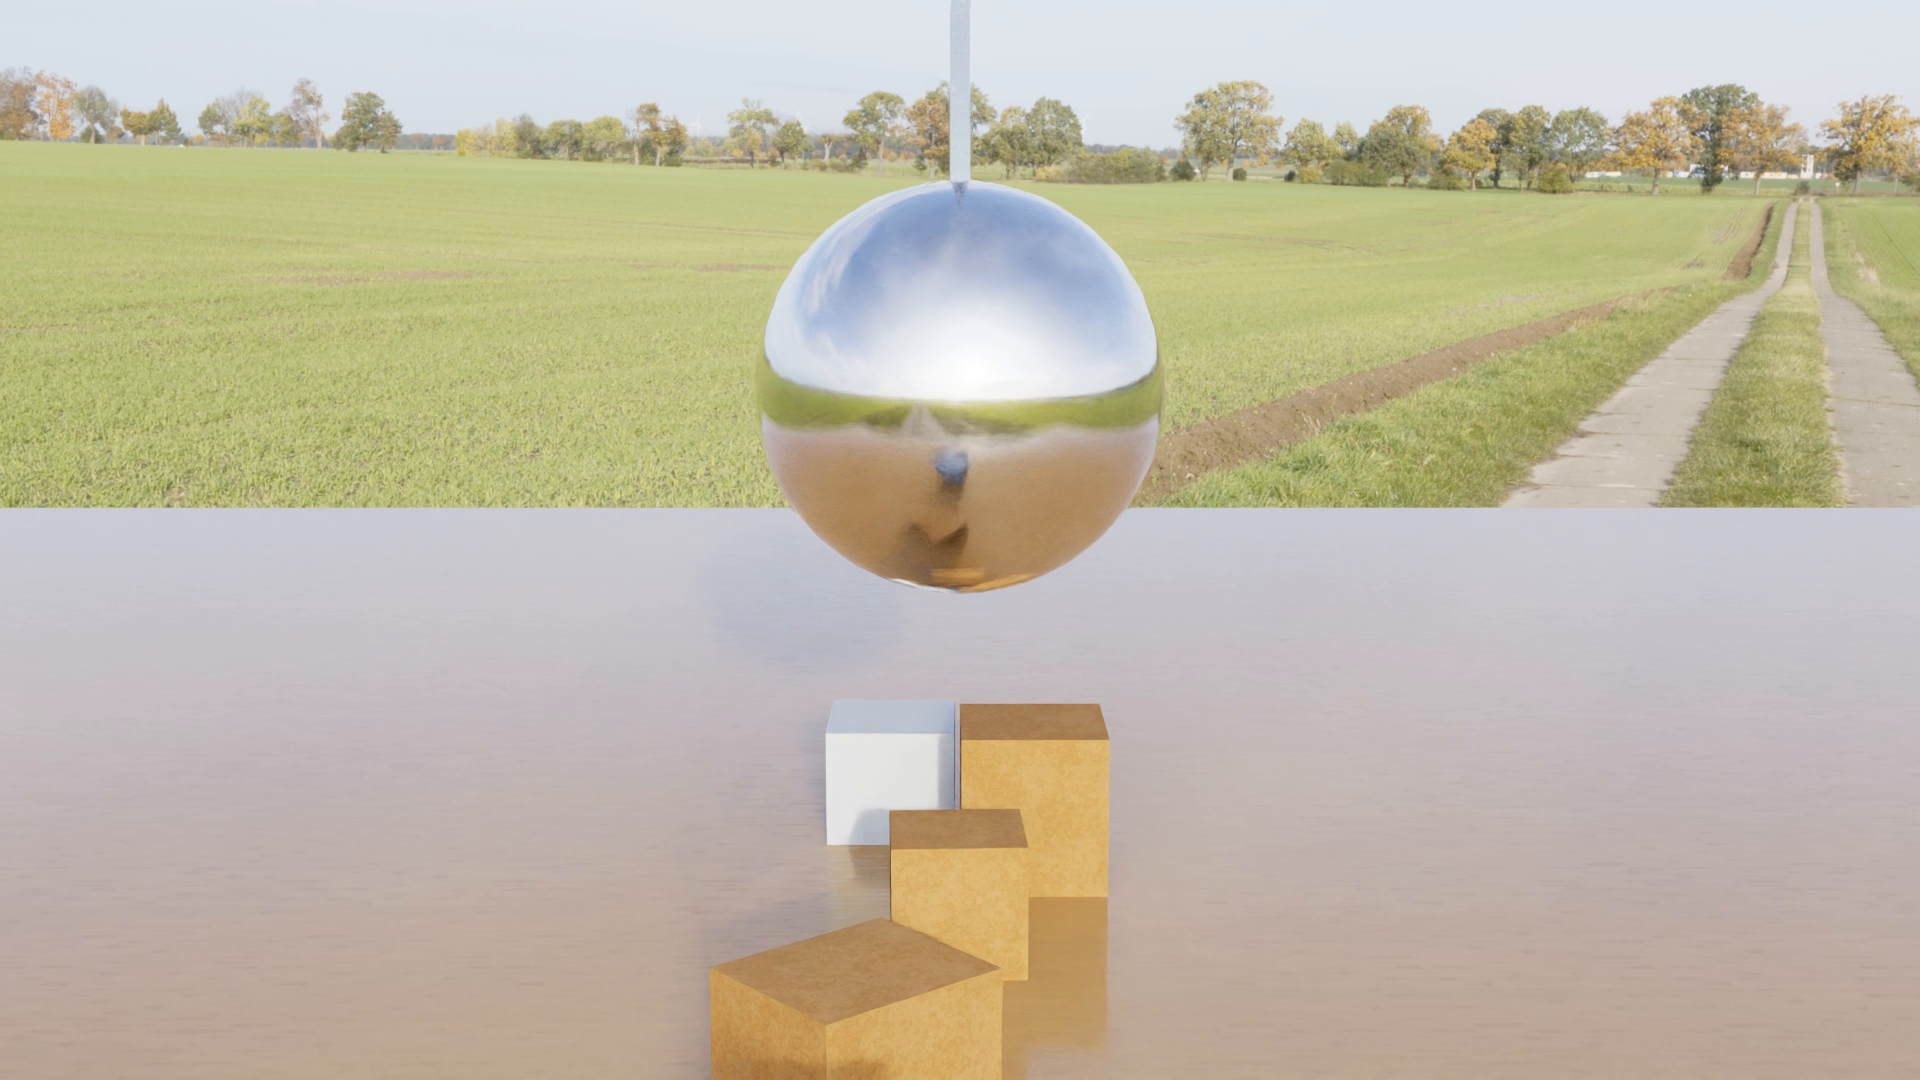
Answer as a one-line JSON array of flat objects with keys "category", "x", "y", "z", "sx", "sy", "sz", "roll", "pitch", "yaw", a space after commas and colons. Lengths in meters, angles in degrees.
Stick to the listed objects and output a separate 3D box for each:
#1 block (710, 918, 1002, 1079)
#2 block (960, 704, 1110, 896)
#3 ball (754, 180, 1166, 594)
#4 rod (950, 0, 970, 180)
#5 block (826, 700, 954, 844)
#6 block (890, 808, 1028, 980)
[{"category": "block", "x": -0.365, "y": 1.817, "z": 7.752, "sx": 0.773, "sy": 0.652, "sz": 0.673, "roll": -9, "pitch": 13, "yaw": -40}, {"category": "block", "x": 0.347, "y": 1.243, "z": 10.602, "sx": 0.689, "sy": 0.761, "sz": 0.675, "roll": 0, "pitch": 10, "yaw": 0}, {"category": "ball", "x": 0.000, "y": -0.591, "z": 8.564, "sx": 1.600, "sy": 1.600, "sz": 1.600, "roll": 0, "pitch": 10, "yaw": 0}, {"category": "rod", "x": 0.000, "y": -3.890, "z": 9.386, "sx": 0.080, "sy": 5.200, "sz": 0.080, "roll": 0, "pitch": -14, "yaw": 0}, {"category": "block", "x": -0.350, "y": 1.194, "z": 11.379, "sx": 0.644, "sy": 0.580, "sz": 0.671, "roll": 0, "pitch": 10, "yaw": 0}, {"category": "block", "x": -0.012, "y": 1.530, "z": 9.520, "sx": 0.577, "sy": 0.584, "sz": 0.547, "roll": 0, "pitch": 10, "yaw": -2}]
